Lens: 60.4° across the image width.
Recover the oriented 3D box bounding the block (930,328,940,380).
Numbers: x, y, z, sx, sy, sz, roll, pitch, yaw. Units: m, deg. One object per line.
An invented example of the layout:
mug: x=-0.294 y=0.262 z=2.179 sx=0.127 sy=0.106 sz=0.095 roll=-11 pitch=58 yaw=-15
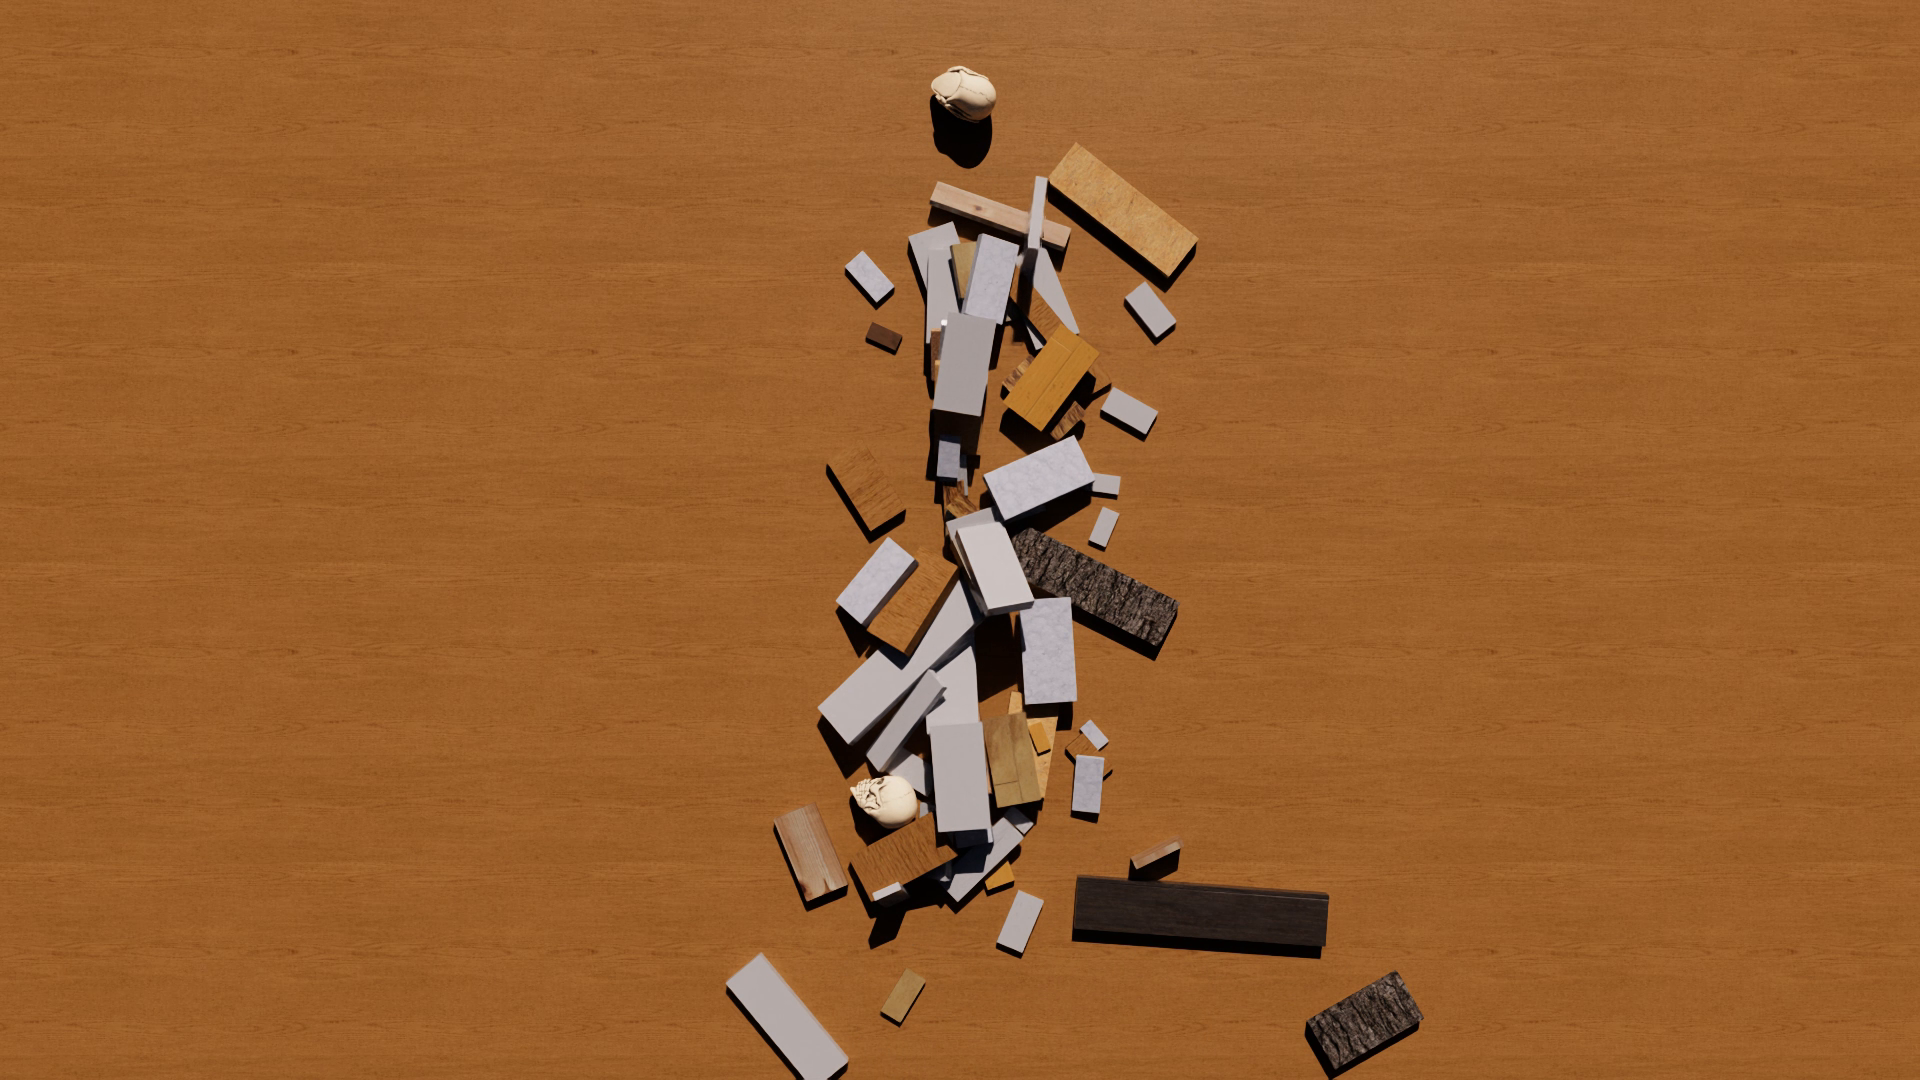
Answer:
block: x=-0.051 y=-0.609 z=5.417 sx=0.087 sy=0.025 sz=0.174 roll=0 pitch=118 yaw=1

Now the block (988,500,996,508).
block: x=0.135 y=-0.129 z=5.492 sx=0.053 sy=0.015 sz=0.106 roll=28 pitch=90 yaw=0

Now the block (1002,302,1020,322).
block: x=0.139 y=-0.752 z=5.492 sx=0.110 sy=0.016 sz=0.055 roll=-13 pitch=90 yaw=0

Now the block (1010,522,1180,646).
block: x=0.427 y=0.147 z=5.477 sx=0.594 sy=0.047 sz=0.165 roll=27 pitch=90 yaw=0

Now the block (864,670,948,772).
block: x=-0.178 y=0.594 z=5.413 sx=0.374 sy=0.025 sz=0.088 roll=-54 pitch=53 yaw=16

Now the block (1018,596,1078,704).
block: x=0.288 y=0.363 z=5.429 sx=0.171 sy=0.048 sz=0.341 roll=-4 pitch=90 yaw=0

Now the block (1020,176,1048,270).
block: x=0.241 y=-1.031 z=5.373 sx=0.038 sy=0.135 sz=0.269 roll=9 pitch=68 yaw=-4

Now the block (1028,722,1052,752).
block: x=0.263 y=0.651 z=5.447 sx=0.047 sy=0.013 sz=0.094 roll=-21 pitch=90 yaw=0

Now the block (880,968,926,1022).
block: x=-0.189 y=1.514 z=5.489 sx=0.077 sy=0.022 sz=0.163 roll=31 pitch=90 yaw=0

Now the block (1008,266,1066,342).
block: x=0.235 y=-0.781 z=5.445 sx=0.080 sy=0.023 sz=0.274 roll=-39 pitch=90 yaw=0

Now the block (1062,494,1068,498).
block: x=0.326 y=-0.195 z=5.492 sx=0.055 sy=0.016 sz=0.110 roll=-40 pitch=90 yaw=0

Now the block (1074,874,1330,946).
block: x=0.800 y=1.230 z=5.476 sx=0.832 sy=0.048 sz=0.171 roll=4 pitch=90 yaw=0

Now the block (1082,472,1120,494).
block: x=0.471 y=-0.189 z=5.492 sx=0.120 sy=0.017 sz=0.060 roll=8 pitch=90 yaw=0

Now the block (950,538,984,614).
block: x=0.084 y=0.103 z=5.369 sx=0.138 sy=0.039 sz=0.275 roll=-13 pitch=58 yaw=-21

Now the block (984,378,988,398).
block: x=0.053 y=-0.552 z=5.489 sx=0.080 sy=0.023 sz=0.159 roll=4 pitch=90 yaw=0

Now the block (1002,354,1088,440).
block: x=0.280 y=-0.471 z=5.465 sx=0.135 sy=0.038 sz=0.269 roll=-44 pitch=88 yaw=9

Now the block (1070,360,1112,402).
block: x=0.411 y=-0.518 z=5.488 sx=0.170 sy=0.024 sz=0.085 roll=-30 pitch=90 yaw=0

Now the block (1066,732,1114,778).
block: x=0.431 y=0.724 z=5.489 sx=0.077 sy=0.022 sz=0.154 roll=-41 pitch=90 yaw=0

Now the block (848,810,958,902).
block: x=-0.188 y=1.038 z=5.421 sx=0.329 sy=0.047 sz=0.165 roll=-31 pitch=82 yaw=16

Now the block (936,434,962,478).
block: x=-0.036 y=-0.276 z=5.410 sx=0.069 sy=0.020 sz=0.139 roll=5 pitch=107 yaw=-1

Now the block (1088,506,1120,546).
block: x=0.479 y=-0.044 z=5.492 sx=0.060 sy=0.017 sz=0.120 roll=23 pitch=90 yaw=0

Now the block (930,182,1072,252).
block: x=0.134 y=-1.073 z=5.467 sx=0.471 sy=0.025 sz=0.087 roll=19 pitch=59 yaw=0

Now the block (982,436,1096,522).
block: x=0.260 y=-0.202 z=5.442 sx=0.332 sy=0.047 sz=0.166 roll=-24 pitch=82 yaw=-8

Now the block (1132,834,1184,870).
block: x=0.653 y=1.031 z=5.456 sx=0.176 sy=0.088 sz=0.025 roll=-26 pitch=90 yaw=0

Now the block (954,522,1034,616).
block: x=0.110 y=0.092 z=5.330 sx=0.160 sy=0.045 sz=0.320 roll=-10 pitch=57 yaw=-19

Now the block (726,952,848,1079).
block: x=-0.573 y=1.597 z=5.479 sx=0.146 sy=0.041 sz=0.459 roll=-40 pitch=90 yaw=0

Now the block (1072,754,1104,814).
block: x=0.425 y=0.809 z=5.469 sx=0.092 sy=0.026 sz=0.184 roll=5 pitch=98 yaw=7

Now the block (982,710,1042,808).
block: x=0.169 y=0.722 z=5.433 sx=0.146 sy=0.041 sz=0.293 roll=-10 pitch=90 yaw=0

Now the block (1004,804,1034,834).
block: x=0.195 y=0.931 z=5.493 sx=0.094 sy=0.013 sz=0.047 roll=42 pitch=90 yaw=0

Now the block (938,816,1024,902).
block: x=0.068 y=1.055 z=5.458 sx=0.305 sy=0.027 sz=0.096 roll=-45 pitch=89 yaw=3

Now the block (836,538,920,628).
block: x=-0.273 y=0.139 z=5.446 sx=0.138 sy=0.039 sz=0.275 roll=39 pitch=90 yaw=33

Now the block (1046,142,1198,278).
block: x=0.538 y=-1.094 z=5.477 sx=0.517 sy=0.045 sz=0.160 roll=38 pitch=90 yaw=0

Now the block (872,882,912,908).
block: x=-0.223 y=1.165 z=5.410 sx=0.092 sy=0.184 sz=0.026 roll=-24 pitch=68 yaw=0

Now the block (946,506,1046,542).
block: x=0.119 y=-0.078 z=5.453 sx=0.335 sy=0.020 sz=0.069 roll=-19 pitch=99 yaw=-11

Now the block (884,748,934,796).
block: x=-0.164 y=0.762 z=5.486 sx=0.192 sy=0.027 sz=0.096 roll=31 pitch=90 yaw=0

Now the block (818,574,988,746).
block: x=-0.153 y=0.368 z=5.420 sx=0.714 sy=0.047 sz=0.166 roll=-44 pitch=69 yaw=2
